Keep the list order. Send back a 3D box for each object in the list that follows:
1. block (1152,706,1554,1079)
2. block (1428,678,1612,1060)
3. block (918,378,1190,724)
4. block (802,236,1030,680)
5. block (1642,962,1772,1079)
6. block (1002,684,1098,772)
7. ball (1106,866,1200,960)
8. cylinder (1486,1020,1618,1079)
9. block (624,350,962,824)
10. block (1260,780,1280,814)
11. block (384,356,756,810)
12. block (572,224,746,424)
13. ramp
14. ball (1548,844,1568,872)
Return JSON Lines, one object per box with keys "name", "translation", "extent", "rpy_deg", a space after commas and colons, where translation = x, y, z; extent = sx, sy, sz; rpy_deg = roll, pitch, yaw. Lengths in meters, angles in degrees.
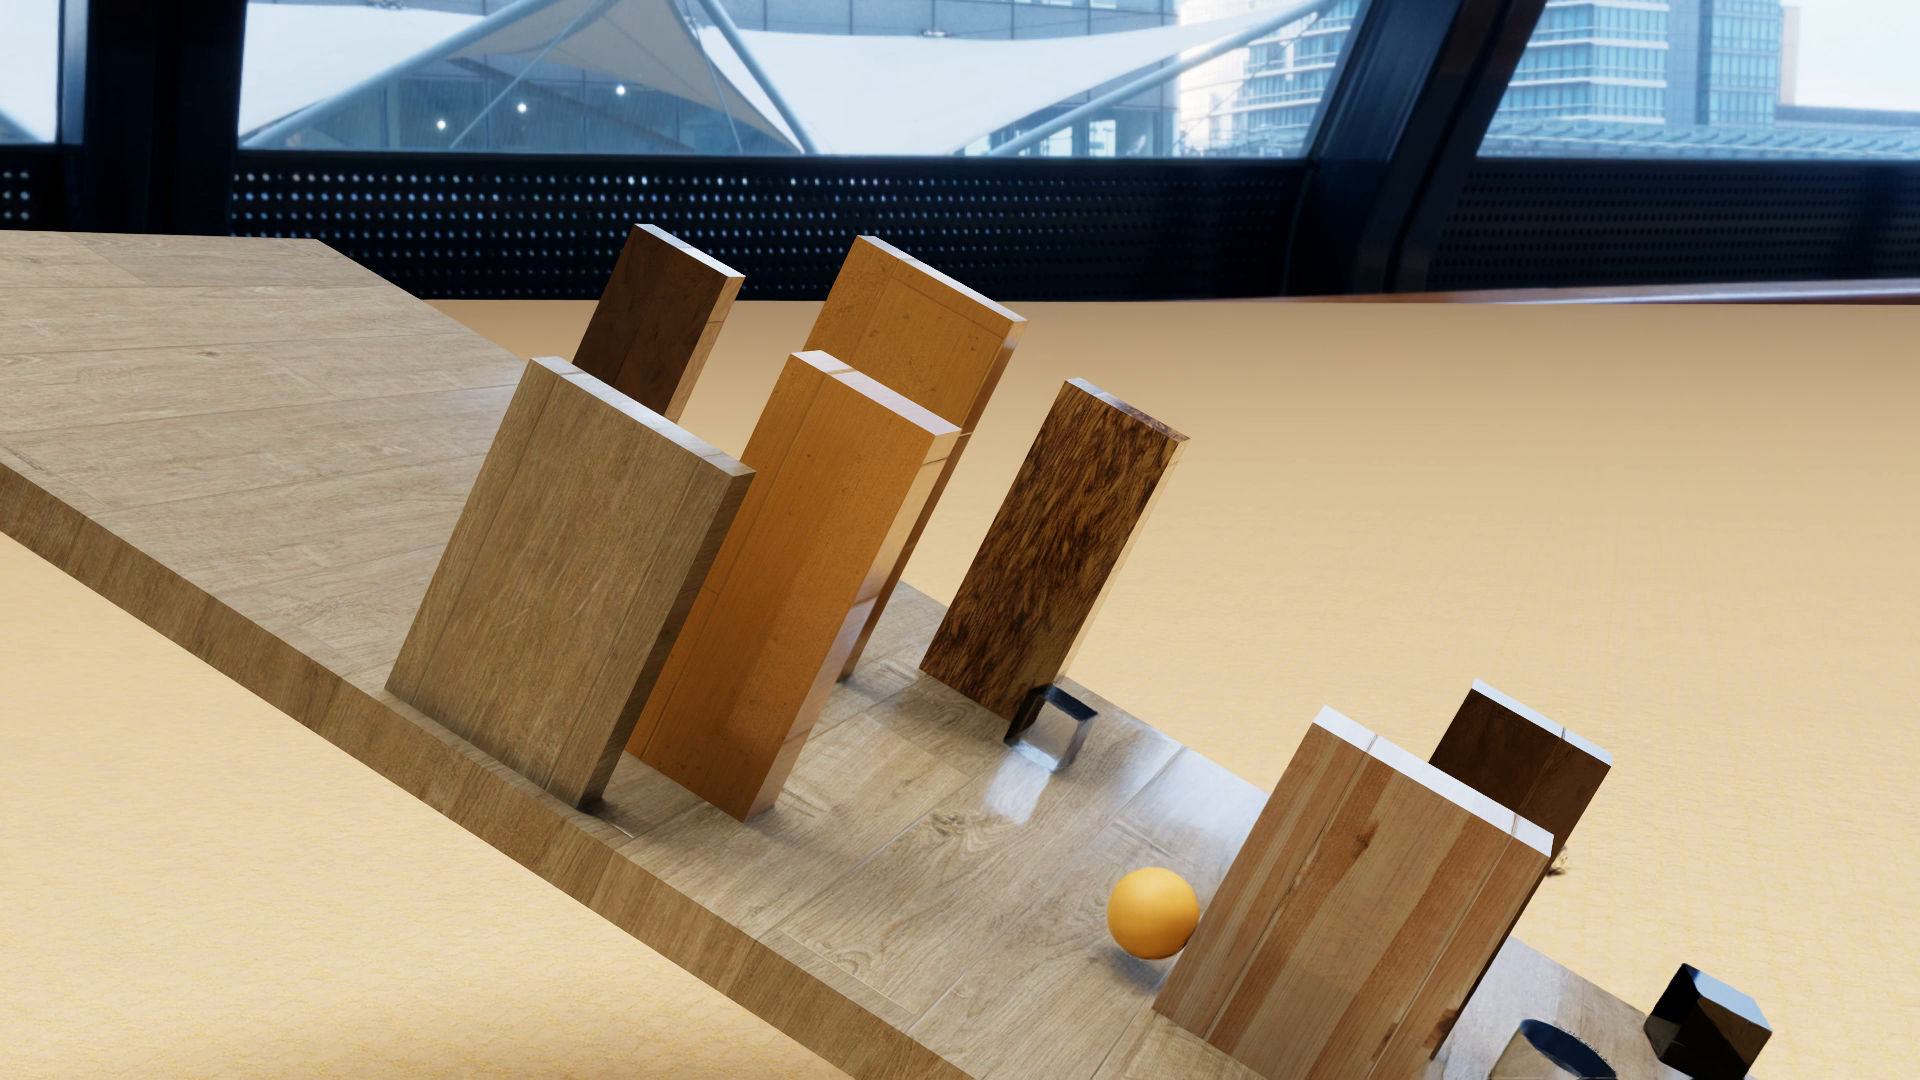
{"name": "block", "translation": [0.625, 0.613, 3.523], "extent": [0.410, 0.549, 0.142], "rpy_deg": [30, 14, 12]}
{"name": "block", "translation": [0.882, 0.588, 3.926], "extent": [0.269, 0.625, 0.099], "rpy_deg": [30, 14, 12]}
{"name": "block", "translation": [0.192, 0.030, 4.552], "extent": [0.264, 0.683, 0.119], "rpy_deg": [30, 14, 12]}
{"name": "block", "translation": [-0.205, -0.156, 4.276], "extent": [0.350, 0.789, 0.102], "rpy_deg": [30, 14, 12]}
{"name": "block", "translation": [1.550, 1.015, 4.565], "extent": [0.166, 0.166, 0.166], "rpy_deg": [27, 14, -1]}
{"name": "block", "translation": [0.184, 0.379, 4.448], "extent": [0.122, 0.122, 0.122], "rpy_deg": [32, 15, 18]}
{"name": "ball", "translation": [0.322, 0.622, 3.665], "extent": [0.154, 0.154, 0.154], "rpy_deg": [0, 7, 0]}
{"name": "cylinder", "translation": [0.990, 0.948, 3.745], "extent": [0.184, 0.184, 0.184], "rpy_deg": [25, 14, -7]}
{"name": "block", "translation": [-0.282, 0.074, 3.488], "extent": [0.264, 0.701, 0.133], "rpy_deg": [30, 14, 12]}
{"name": "block", "translation": [0.730, 0.598, 4.644], "extent": [0.130, 0.130, 0.130], "rpy_deg": [17, 17, -35]}
{"name": "block", "translation": [-0.583, 0.062, 3.262], "extent": [0.357, 0.564, 0.086], "rpy_deg": [30, 14, 12]}
{"name": "block", "translation": [-0.708, -0.427, 4.936], "extent": [0.251, 0.498, 0.099], "rpy_deg": [30, 14, 12]}
{"name": "ramp", "translation": [-0.228, 0.380, 4.151], "extent": [4.000, 0.100, 2.000], "rpy_deg": [30, 14, 12]}
{"name": "ball", "translation": [1.825, 0.972, 6.817], "extent": [0.119, 0.119, 0.119], "rpy_deg": [0, 7, 0]}
